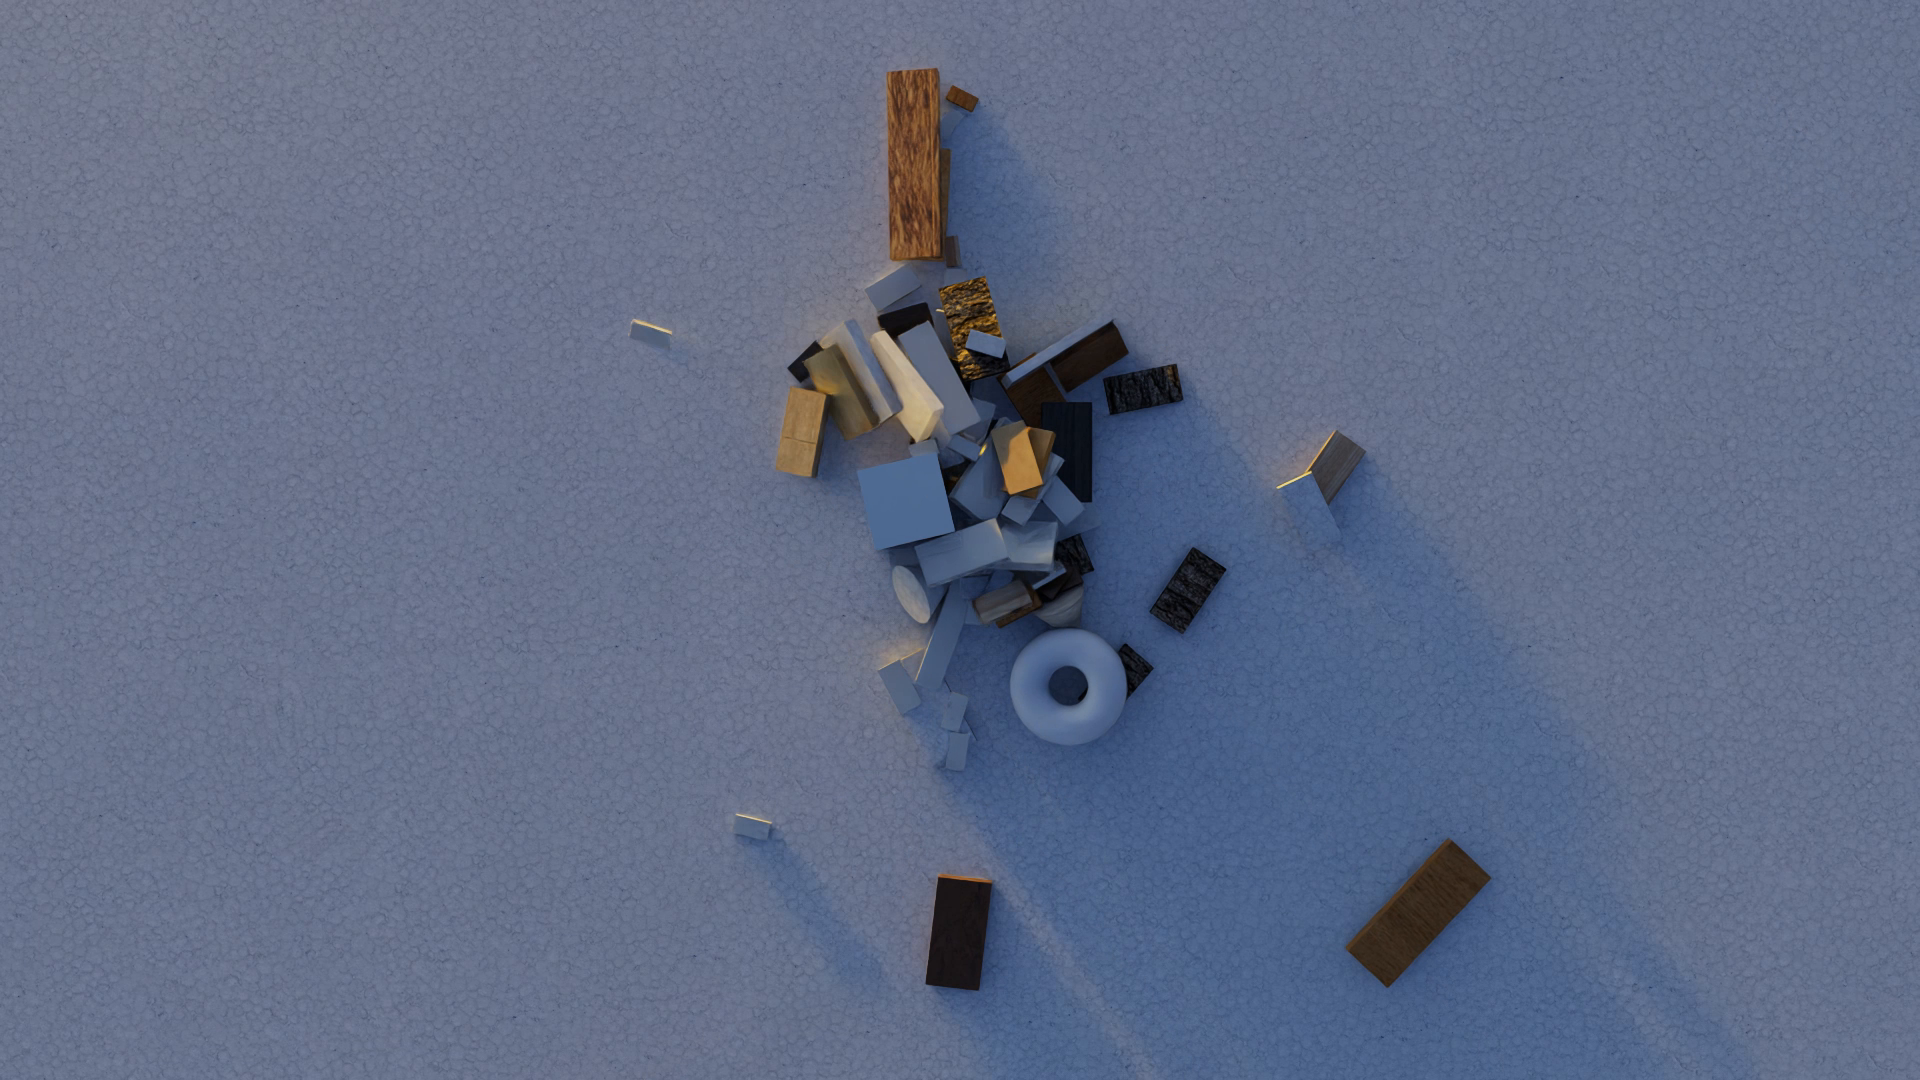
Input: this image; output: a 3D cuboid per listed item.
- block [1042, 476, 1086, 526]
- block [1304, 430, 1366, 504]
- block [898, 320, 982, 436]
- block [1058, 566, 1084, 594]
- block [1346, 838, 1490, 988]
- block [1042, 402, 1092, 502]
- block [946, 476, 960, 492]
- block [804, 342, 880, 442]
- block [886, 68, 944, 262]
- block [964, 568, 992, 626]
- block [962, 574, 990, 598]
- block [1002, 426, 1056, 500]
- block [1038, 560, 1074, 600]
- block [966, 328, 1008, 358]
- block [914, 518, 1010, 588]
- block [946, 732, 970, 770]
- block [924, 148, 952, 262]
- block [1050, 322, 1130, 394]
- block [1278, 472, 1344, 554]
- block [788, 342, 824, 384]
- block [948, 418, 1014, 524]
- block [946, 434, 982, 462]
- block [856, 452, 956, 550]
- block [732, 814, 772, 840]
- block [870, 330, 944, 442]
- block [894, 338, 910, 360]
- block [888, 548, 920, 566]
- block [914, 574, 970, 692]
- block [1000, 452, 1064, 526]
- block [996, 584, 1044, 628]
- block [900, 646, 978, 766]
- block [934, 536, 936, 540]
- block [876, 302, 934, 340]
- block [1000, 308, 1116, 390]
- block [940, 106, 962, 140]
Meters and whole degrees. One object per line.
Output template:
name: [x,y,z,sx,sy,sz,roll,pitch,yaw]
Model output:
block: [0.321,-0.139,5.388,0.087,0.025,0.175,-42,83,8]
block: [1.228,-0.229,5.483,0.122,0.035,0.244,35,90,0]
block: [-0.066,-0.522,5.335,0.113,0.032,0.365,-28,88,-2]
block: [0.338,0.136,5.421,0.123,0.017,0.062,-24,70,9]
block: [1.520,1.238,5.475,0.179,0.051,0.502,43,90,0]
block: [0.351,-0.288,5.434,0.164,0.047,0.329,0,90,0]
block: [-0.012,-0.178,5.448,0.053,0.105,0.015,17,68,0]
block: [-0.390,-0.483,5.420,0.139,0.039,0.300,-23,98,41]
block: [-0.150,-1.240,5.457,0.170,0.048,0.620,-1,89,11]
block: [0.061,0.181,5.421,0.069,0.020,0.196,7,95,-22]
block: [0.072,0.152,5.400,0.138,0.020,0.069,-4,99,-20]
block: [0.225,-0.253,5.373,0.113,0.032,0.226,13,80,29]
block: [0.315,0.131,5.410,0.062,0.017,0.123,33,86,22]
block: [0.085,-0.632,5.322,0.124,0.018,0.062,17,87,0]
block: [0.008,0.043,5.331,0.278,0.039,0.139,-20,73,2]
block: [-0.008,0.696,5.441,0.060,0.017,0.121,9,90,0]
block: [-0.083,-1.113,5.480,0.086,0.024,0.369,3,90,11]
block: [0.427,-0.602,5.447,0.246,0.035,0.123,-33,131,0]
block: [1.159,-0.091,5.456,0.122,0.035,0.244,-26,97,13]
block: [-0.505,-0.593,5.491,0.133,0.019,0.067,-44,90,0]
block: [0.115,-0.222,5.406,0.164,0.047,0.329,39,74,-21]
block: [0.015,-0.299,5.351,0.105,0.015,0.053,27,73,-5]
block: [-0.172,-0.124,5.370,0.260,0.260,0.260,-13,90,0]
block: [-0.694,0.957,5.491,0.121,0.017,0.060,13,90,0]
block: [-0.193,-0.500,5.372,0.048,0.170,0.339,-25,70,-34]
block: [-0.203,-0.655,5.487,0.062,0.018,0.124,-11,90,-8]
block: [-0.179,0.055,5.492,0.112,0.016,0.056,-4,90,0]
block: [-0.034,0.276,5.434,0.082,0.023,0.445,20,90,-5]
block: [0.237,-0.173,5.375,0.087,0.025,0.255,31,89,30]
block: [0.184,0.216,5.408,0.164,0.023,0.082,-28,73,12]
block: [-0.105,0.552,5.475,0.179,0.051,0.358,-28,90,0]
block: [-0.074,0.026,5.445,0.056,0.112,0.016,35,70,0]
block: [-0.180,-0.722,5.461,0.172,0.024,0.086,-18,84,-9]
block: [0.323,-0.625,5.406,0.413,0.123,0.035,-33,89,-9]
block: [-0.038,-1.386,5.493,0.050,0.014,0.099,35,90,0]
